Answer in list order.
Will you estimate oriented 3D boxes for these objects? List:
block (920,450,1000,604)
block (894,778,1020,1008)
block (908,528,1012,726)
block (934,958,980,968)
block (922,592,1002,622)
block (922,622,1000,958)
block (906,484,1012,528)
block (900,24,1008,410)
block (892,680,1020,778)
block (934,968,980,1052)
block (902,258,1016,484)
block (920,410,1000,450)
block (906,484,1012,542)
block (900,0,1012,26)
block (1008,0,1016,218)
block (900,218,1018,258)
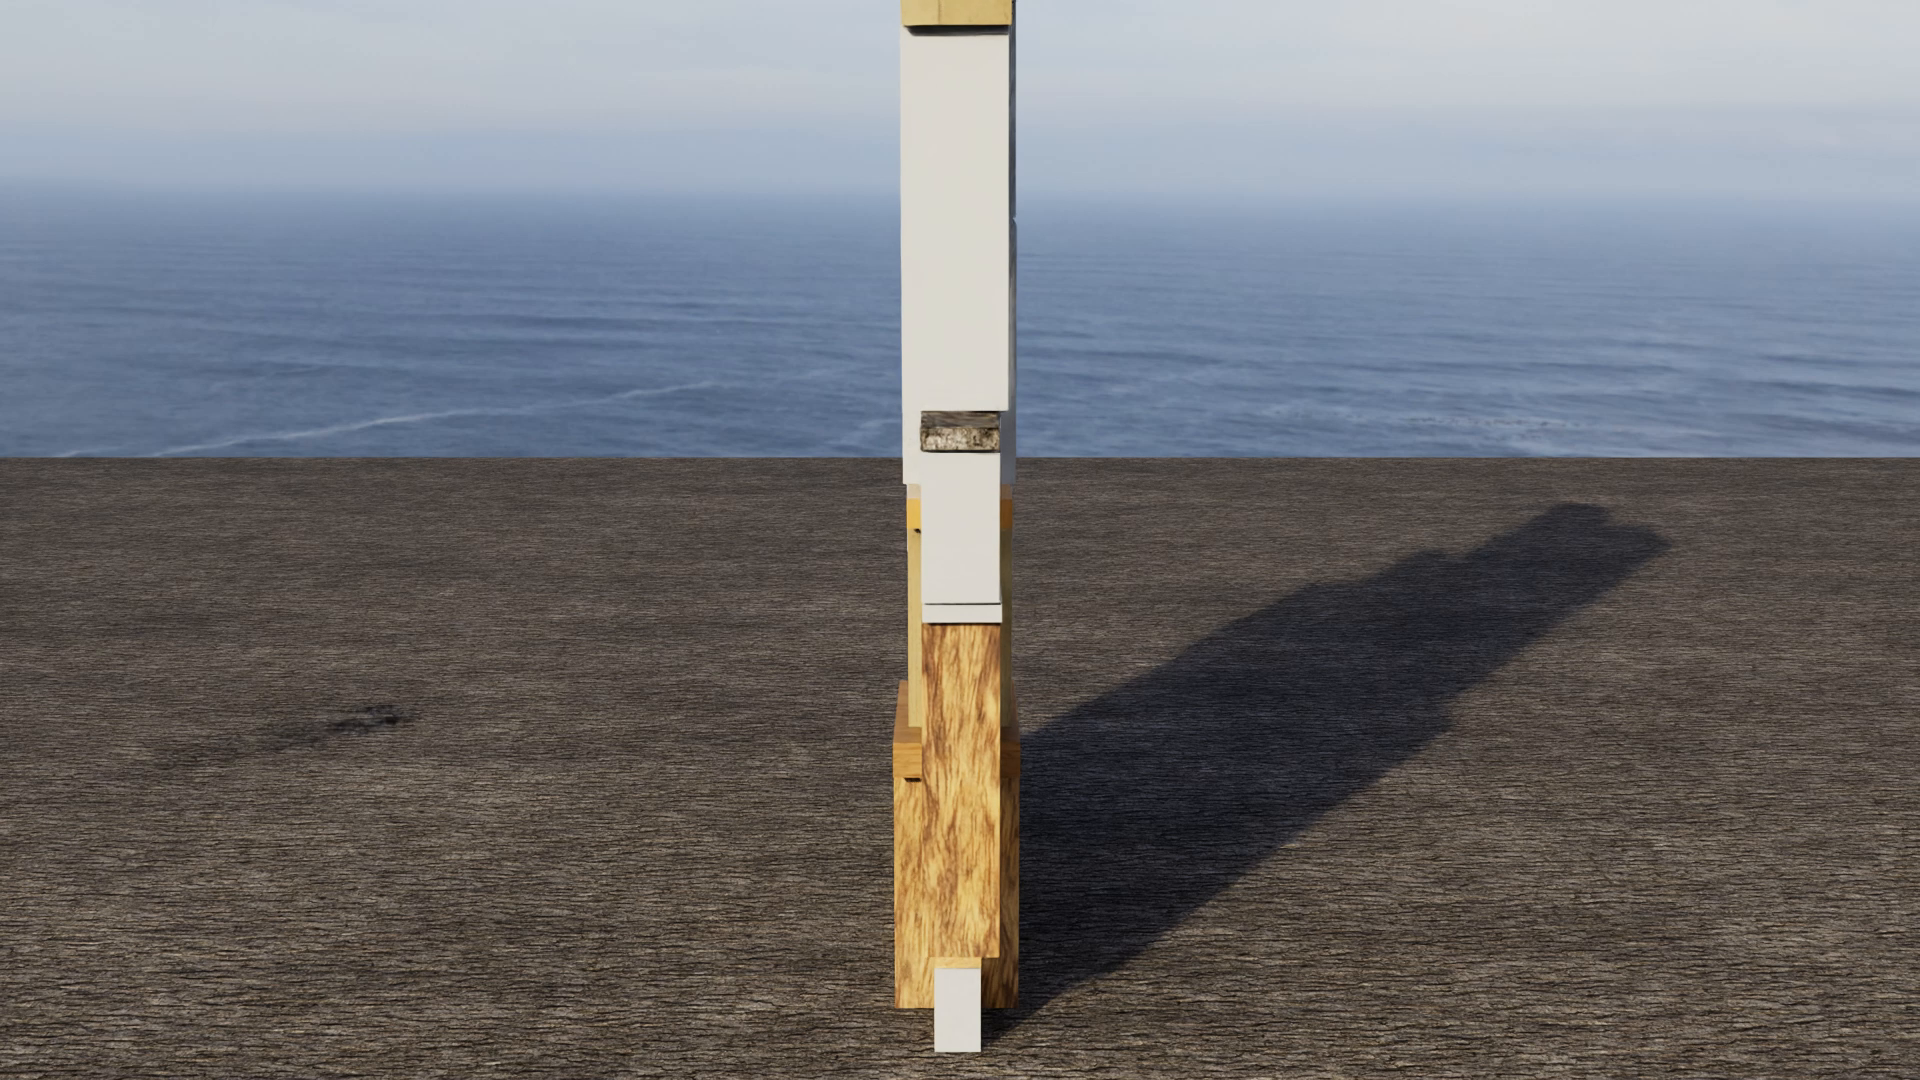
[{"bbox_3d":[0.000,-0.020,2.860,0.102,0.203,0.029,-1,11,-3],"label":"block"},{"bbox_3d":[-0.005,0.499,3.182,0.179,0.357,0.051,0,11,0],"label":"block"},{"bbox_3d":[0.000,0.120,3.158,0.148,0.295,0.042,0,11,0],"label":"block"},{"bbox_3d":[-0.004,0.564,3.064,0.063,0.018,0.127,0,11,-1],"label":"block"},{"bbox_3d":[0.002,0.074,2.987,0.104,0.030,0.209,0,11,0],"label":"block"},{"bbox_3d":[0.001,0.334,2.965,0.104,0.472,0.030,0,11,0],"label":"block"},{"bbox_3d":[0.000,-0.064,3.224,0.148,0.042,0.295,0,11,0],"label":"block"},{"bbox_3d":[-0.007,-0.431,2.955,0.144,0.510,0.041,0,10,1],"label":"block"},{"bbox_3d":[-0.005,0.276,3.262,0.179,0.051,0.357,0,11,0],"label":"block"},{"bbox_3d":[-0.003,0.643,3.035,0.063,0.127,0.018,0,11,0],"label":"block"},{"bbox_3d":[-0.001,-0.247,3.197,0.164,0.329,0.047,0,11,0],"label":"block"},{"bbox_3d":[-0.001,-0.148,2.908,0.102,0.029,0.203,0,11,0],"label":"block"},{"bbox_3d":[-0.001,-0.217,3.425,0.164,0.470,0.047,0,11,0],"label":"block"},{"bbox_3d":[-0.005,-0.730,2.997,0.144,0.041,0.287,0,16,0],"label":"block"},{"bbox_3d":[-0.002,-0.670,3.370,0.173,0.347,0.049,0,11,0],"label":"block"},{"bbox_3d":[-0.001,-0.451,3.270,0.164,0.047,0.329,0,11,0],"label":"block"}]
